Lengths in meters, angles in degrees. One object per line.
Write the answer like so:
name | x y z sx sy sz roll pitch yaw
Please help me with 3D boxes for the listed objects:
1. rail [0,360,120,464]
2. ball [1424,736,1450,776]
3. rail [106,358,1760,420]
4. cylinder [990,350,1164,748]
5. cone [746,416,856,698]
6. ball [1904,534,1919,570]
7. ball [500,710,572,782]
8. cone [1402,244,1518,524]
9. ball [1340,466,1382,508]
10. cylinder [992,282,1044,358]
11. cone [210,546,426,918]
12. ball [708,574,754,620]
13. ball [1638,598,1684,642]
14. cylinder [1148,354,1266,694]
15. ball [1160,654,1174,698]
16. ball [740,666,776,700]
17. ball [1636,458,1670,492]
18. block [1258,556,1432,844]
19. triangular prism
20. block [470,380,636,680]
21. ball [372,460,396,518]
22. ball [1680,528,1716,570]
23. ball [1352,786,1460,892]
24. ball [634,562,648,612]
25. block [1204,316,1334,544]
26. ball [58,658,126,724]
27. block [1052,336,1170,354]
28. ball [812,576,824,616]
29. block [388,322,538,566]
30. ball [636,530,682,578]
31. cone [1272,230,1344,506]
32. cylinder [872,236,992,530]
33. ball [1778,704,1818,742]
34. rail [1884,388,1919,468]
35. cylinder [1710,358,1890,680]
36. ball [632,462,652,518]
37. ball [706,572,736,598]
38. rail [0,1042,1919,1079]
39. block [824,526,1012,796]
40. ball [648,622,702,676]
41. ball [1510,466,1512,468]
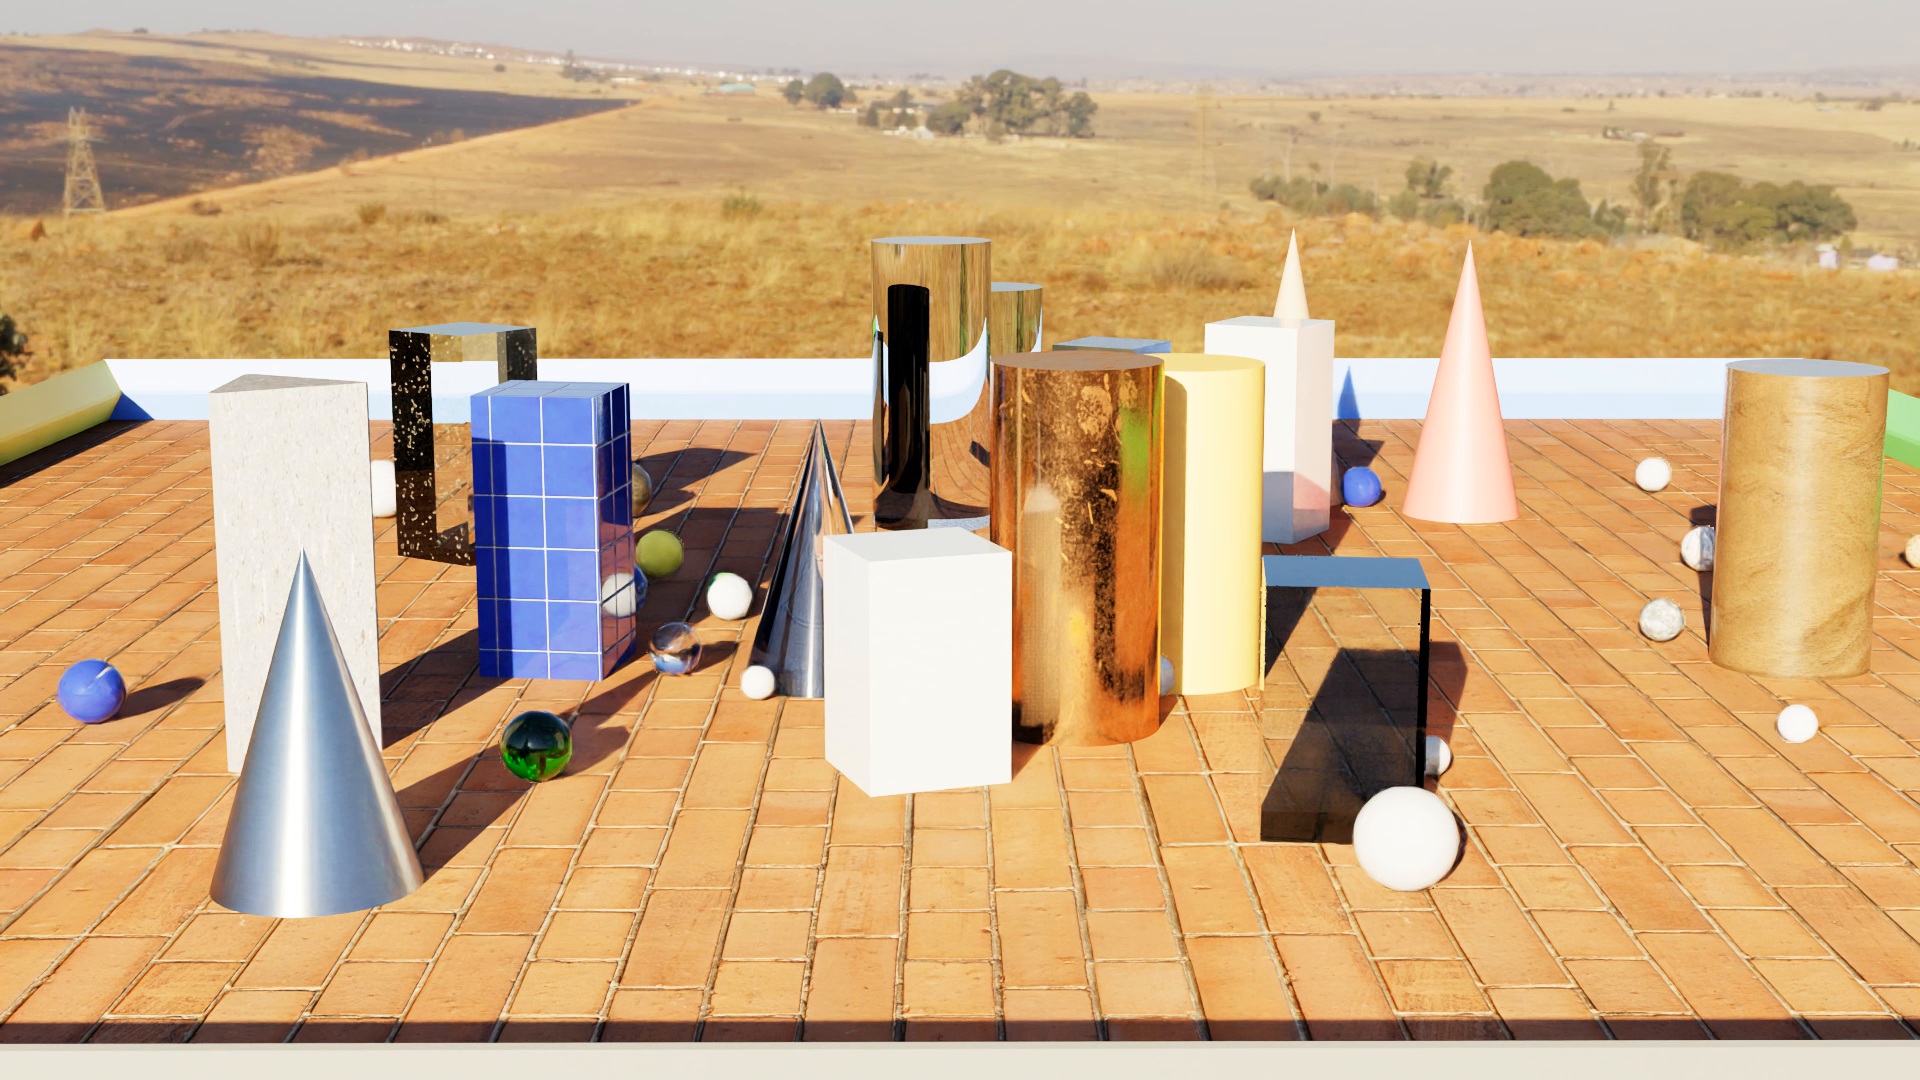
rail | -1.724 0.033 3.440 0.045 0.123 3.746 0 11 0
ball | 0.485 0.223 2.649 0.042 0.042 0.042 0 11 0
rail | -0.011 -0.307 5.267 3.495 0.123 0.045 0 11 0
cylinder | 0.127 0.005 2.819 0.189 0.408 0.189 0 11 0
cone | -0.165 0.010 3.041 0.189 0.317 0.189 0 11 0
ball | 1.400 0.017 3.724 0.054 0.054 0.054 0 11 0
ball | -0.434 0.211 2.628 0.074 0.074 0.074 0 11 0
cone | 0.819 -0.264 4.157 0.189 0.446 0.189 0 11 0
ball | 0.663 -0.089 4.249 0.069 0.069 0.069 0 11 0
cylinder | 0.050 -0.273 4.491 0.189 0.341 0.189 0 11 0
cone | -0.577 0.156 2.278 0.189 0.310 0.189 0 11 0
ball | -0.303 0.076 3.387 0.060 0.060 0.060 0 11 0
ball | 0.892 0.102 3.264 0.054 0.054 0.054 0 11 0
cylinder | 0.264 -0.023 3.051 0.189 0.378 0.189 0 11 0
ball | 0.222 0.157 2.969 0.054 0.054 0.054 0 11 0
ball | -0.233 0.165 2.966 0.040 0.040 0.040 0 11 0
ball | 1.188 -0.112 4.401 0.058 0.058 0.058 0 11 0
block | 0.367 0.152 2.473 0.151 0.247 0.151 1 11 5
triangular prism | -0.726 0.027 2.732 0.164 0.396 0.142 -7 12 -32
block | -0.491 -0.015 3.112 0.151 0.340 0.151 2 11 8
ball | -0.937 -0.083 4.147 0.094 0.094 0.094 0 11 0
ball | 1.077 0.013 3.717 0.064 0.064 0.064 0 11 0
ball | 0.396 0.265 2.280 0.094 0.094 0.094 0 11 0
ball | -0.453 0.064 3.390 0.083 0.083 0.083 0 11 0
block | 0.480 -0.174 3.996 0.151 0.330 0.151 6 12 29
ball | -0.967 0.168 2.859 0.072 0.072 0.072 0 11 0
block | 0.260 -0.212 4.407 0.151 0.254 0.151 6 12 29
ball | -0.161 0.075 3.380 0.066 0.066 0.066 0 11 0
block | -0.735 -0.146 3.823 0.151 0.338 0.151 7 13 34
ball | -0.431 0.020 3.672 0.067 0.067 0.067 0 11 0
cone | 0.553 -0.294 4.291 0.189 0.457 0.189 0 11 0
cylinder | -0.045 -0.249 4.069 0.189 0.450 0.189 0 11 0
ball | 0.908 0.199 2.780 0.042 0.042 0.042 0 11 0
rail | 1.724 0.030 3.459 0.045 0.123 3.746 0 11 0
cylinder | 1.018 -0.028 3.118 0.189 0.364 0.189 0 11 0
ball | -0.543 -0.082 4.141 0.094 0.094 0.094 0 11 0
ball | -0.315 0.069 3.447 0.052 0.052 0.052 0 11 0
rail | 0.011 0.371 1.631 3.495 0.123 0.045 0 11 0
block | -0.045 0.122 2.650 0.151 0.240 0.151 -4 11 -20
ball | -0.343 0.131 3.085 0.063 0.063 0.063 0 11 0
ball | 0.936 -0.126 4.487 0.055 0.055 0.055 0 11 0
